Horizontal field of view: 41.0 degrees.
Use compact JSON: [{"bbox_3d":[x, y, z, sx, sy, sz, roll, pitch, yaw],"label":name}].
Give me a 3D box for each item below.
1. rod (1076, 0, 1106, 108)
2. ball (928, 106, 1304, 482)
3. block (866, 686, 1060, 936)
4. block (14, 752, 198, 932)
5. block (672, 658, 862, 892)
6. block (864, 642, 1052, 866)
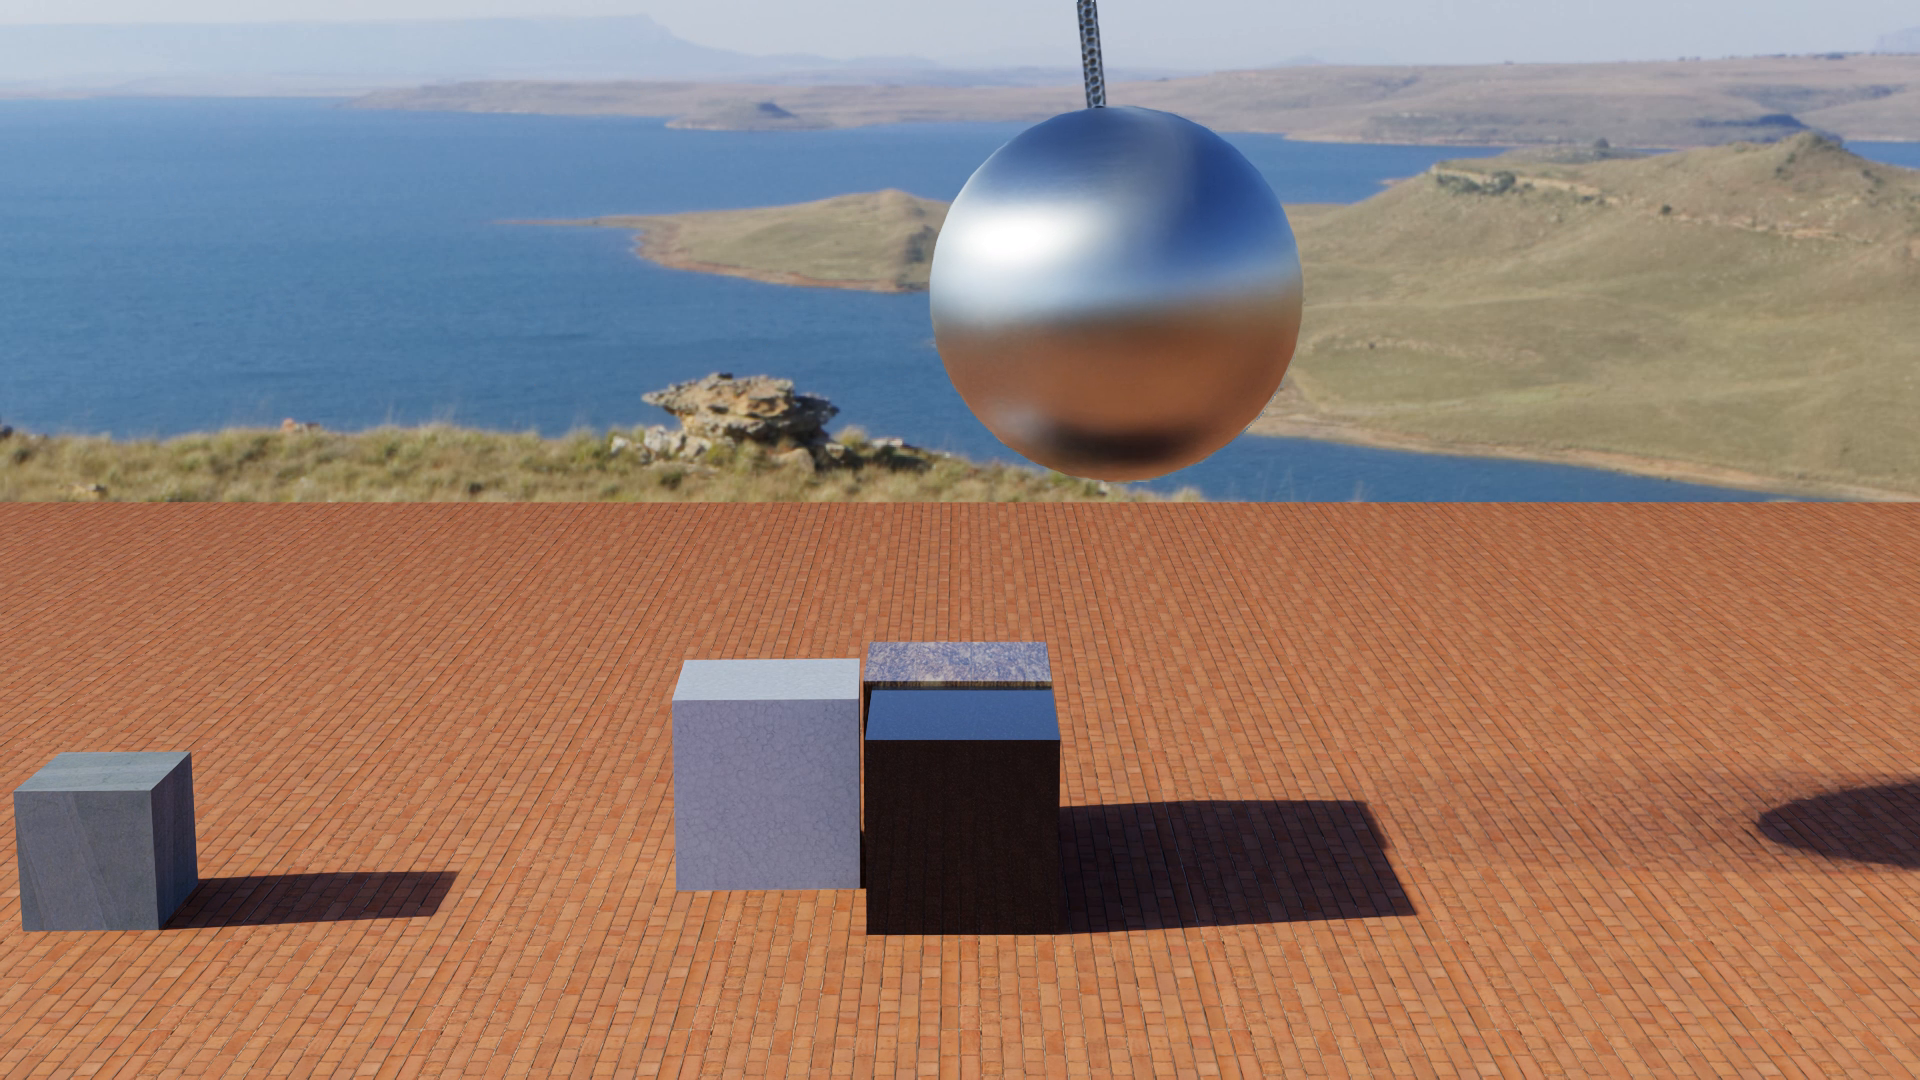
[{"bbox_3d":[0.289,-4.375,10.385,0.080,5.200,0.080,-6,10,1],"label":"rod"},{"bbox_3d":[0.666,-1.051,10.989,1.600,1.600,1.600,0,10,0],"label":"ball"},{"bbox_3d":[0.010,1.139,10.977,0.795,0.831,0.929,0,10,0],"label":"block"},{"bbox_3d":[-3.615,1.271,10.895,0.560,0.601,0.617,0,10,-1],"label":"block"},{"bbox_3d":[-0.849,1.037,11.478,0.801,0.854,0.768,0,10,-2],"label":"block"},{"bbox_3d":[-0.011,0.973,11.834,0.835,0.852,0.796,0,10,0],"label":"block"}]
